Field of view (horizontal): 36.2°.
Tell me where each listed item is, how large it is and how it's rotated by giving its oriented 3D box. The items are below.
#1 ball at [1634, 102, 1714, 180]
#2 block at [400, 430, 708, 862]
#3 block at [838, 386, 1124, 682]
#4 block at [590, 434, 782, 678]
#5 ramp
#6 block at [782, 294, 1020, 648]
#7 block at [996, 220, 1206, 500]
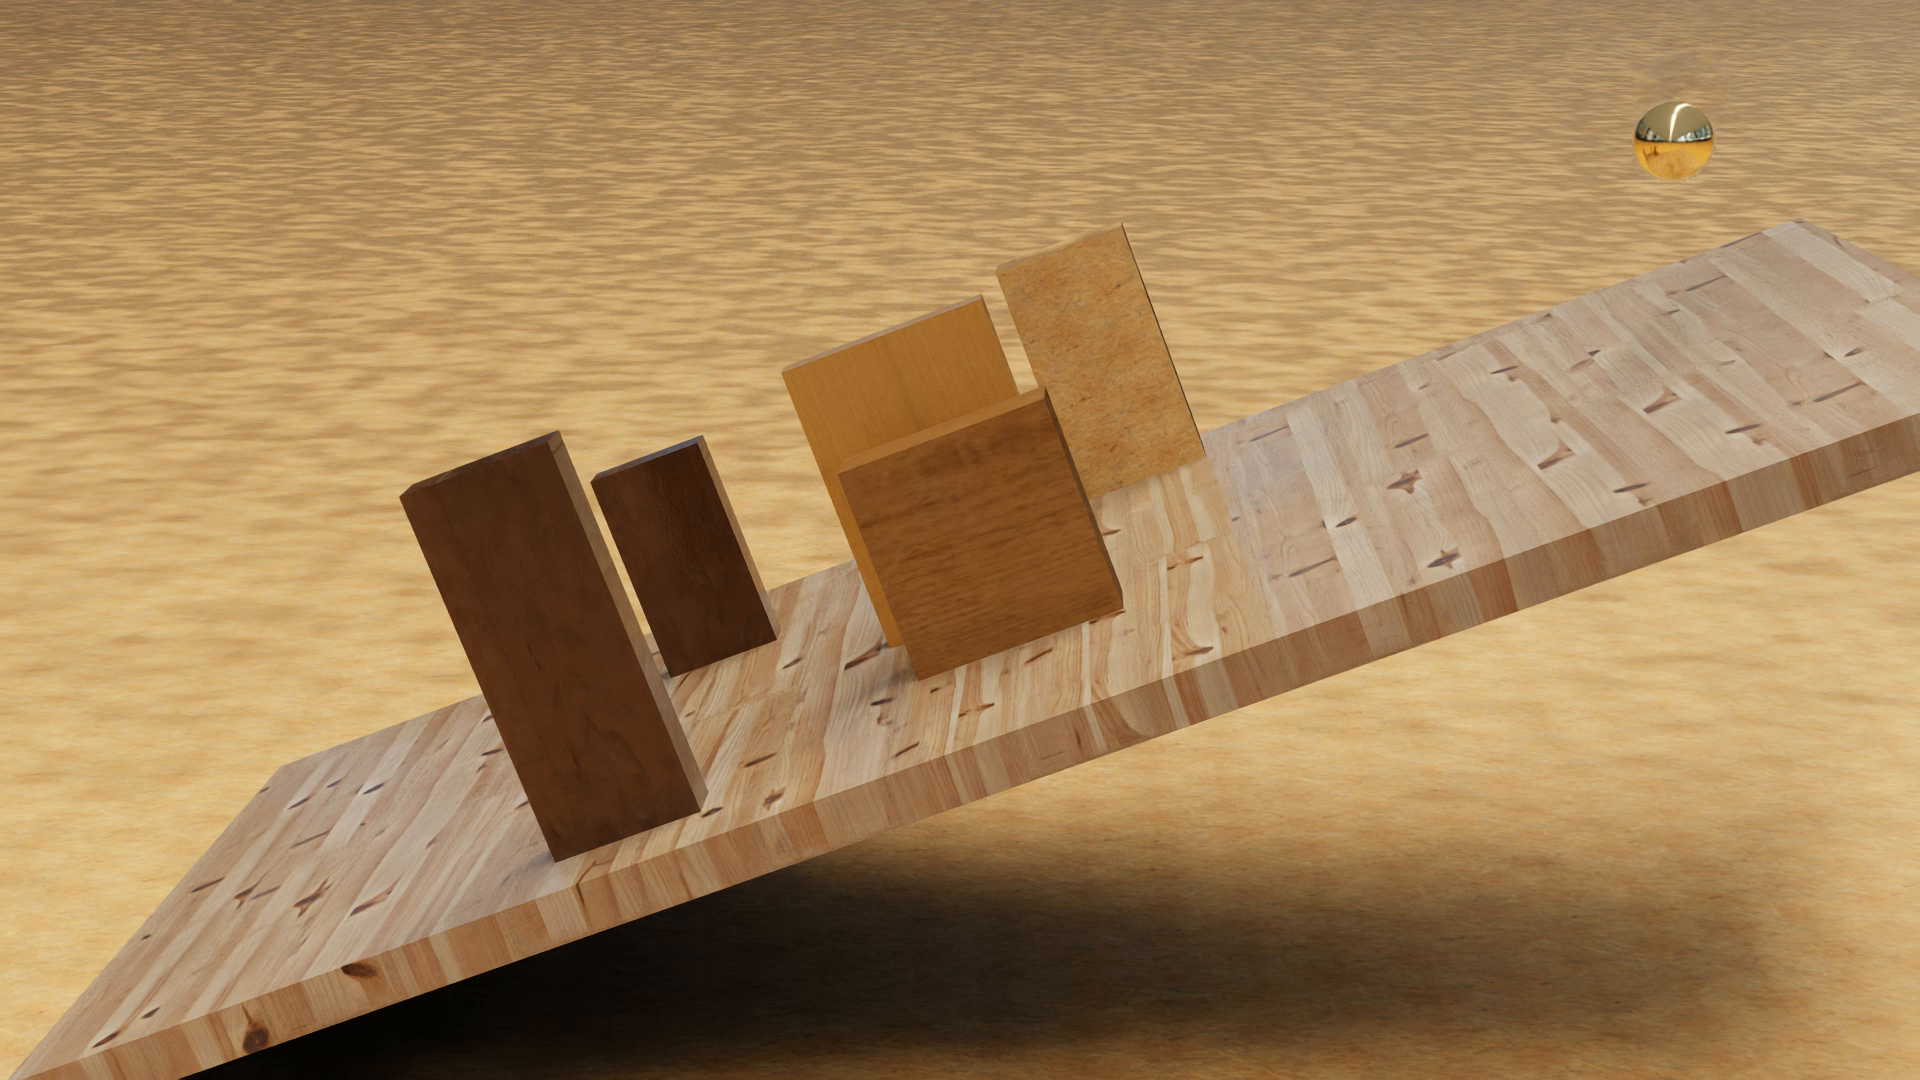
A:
[{"bbox_3d":[1.532,-0.857,6.313,0.168,0.168,0.168,0,13,0],"label":"ball"},{"bbox_3d":[-0.763,0.204,5.572,0.300,0.761,0.119,-20,12,7],"label":"block"},{"bbox_3d":[0.044,-0.014,5.908,0.437,0.453,0.148,-20,12,7],"label":"block"},{"bbox_3d":[-0.628,0.038,6.766,0.264,0.492,0.098,-20,12,7],"label":"block"},{"bbox_3d":[0.118,0.176,6.295,4.000,0.100,2.000,-20,12,7],"label":"ramp"},{"bbox_3d":[-0.052,-0.143,6.213,0.444,0.635,0.084,-20,12,7],"label":"block"},{"bbox_3d":[0.334,-0.423,6.954,0.311,0.579,0.143,-20,12,7],"label":"block"}]
